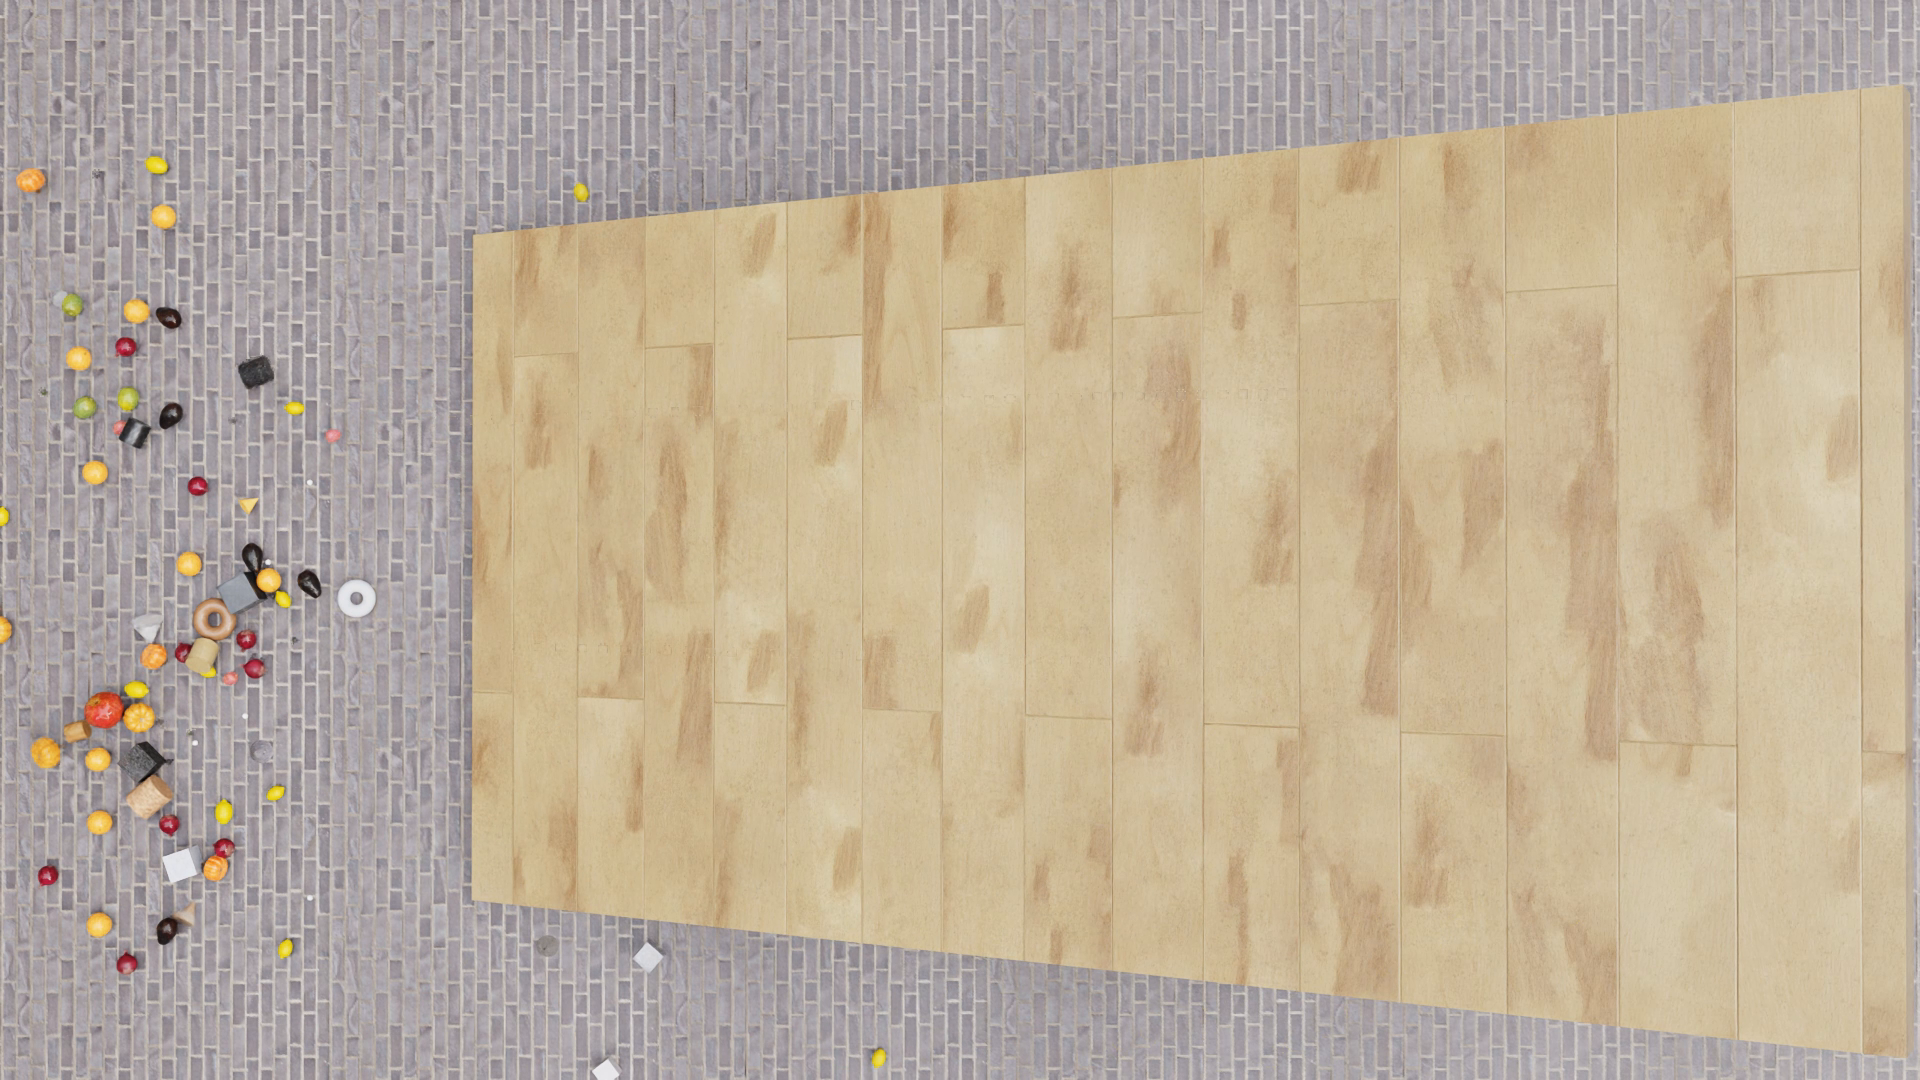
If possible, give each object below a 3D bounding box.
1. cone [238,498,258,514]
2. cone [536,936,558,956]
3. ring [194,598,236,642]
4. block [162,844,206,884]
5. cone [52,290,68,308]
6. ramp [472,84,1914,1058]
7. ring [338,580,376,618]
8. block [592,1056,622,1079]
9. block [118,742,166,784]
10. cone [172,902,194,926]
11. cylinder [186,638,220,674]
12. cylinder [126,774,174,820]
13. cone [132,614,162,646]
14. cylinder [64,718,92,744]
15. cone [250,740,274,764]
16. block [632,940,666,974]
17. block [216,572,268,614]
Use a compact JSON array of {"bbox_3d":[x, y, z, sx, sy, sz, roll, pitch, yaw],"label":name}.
[{"bbox_3d":[-2.155,-0.114,6.688,0.054,0.054,0.054,-38,90,-29],"label":"cone"},{"bbox_3d":[-1.254,1.235,6.654,0.066,0.066,0.066,0,89,0],"label":"cone"},{"bbox_3d":[-2.262,0.241,6.675,0.131,0.044,0.131,0,91,0],"label":"ring"},{"bbox_3d":[-2.345,0.979,6.649,0.083,0.083,0.083,-19,90,0],"label":"block"},{"bbox_3d":[-2.744,-0.736,6.680,0.052,0.052,0.052,0,89,0],"label":"cone"},{"bbox_3d":[0.263,0.072,5.607,4.000,0.100,2.000,0,89,32],"label":"ramp"},{"bbox_3d":[-1.832,0.177,6.678,0.116,0.039,0.116,0,90,-1],"label":"ring"},{"bbox_3d":[-1.068,1.606,6.655,0.059,0.059,0.059,-37,90,0],"label":"block"},{"bbox_3d":[-2.474,0.672,6.650,0.085,0.085,0.085,-45,90,0],"label":"block"},{"bbox_3d":[-2.341,1.125,6.673,0.072,0.072,0.072,23,63,0],"label":"cone"},{"bbox_3d":[-2.288,0.350,6.642,0.076,0.076,0.076,8,49,0],"label":"cylinder"},{"bbox_3d":[-2.448,0.776,6.644,0.095,0.095,0.095,-40,90,0],"label":"cylinder"},{"bbox_3d":[-2.463,0.285,6.676,0.089,0.089,0.089,1,116,0],"label":"cone"},{"bbox_3d":[-2.674,0.580,6.665,0.058,0.058,0.058,-23,90,-14],"label":"cylinder"},{"bbox_3d":[-2.126,0.643,6.657,0.071,0.071,0.071,0,89,0],"label":"cone"},{"bbox_3d":[-0.939,1.258,6.654,0.067,0.067,0.067,41,90,0],"label":"block"},{"bbox_3d":[-2.171,0.160,6.650,0.094,0.094,0.094,-29,90,0],"label":"block"}]
